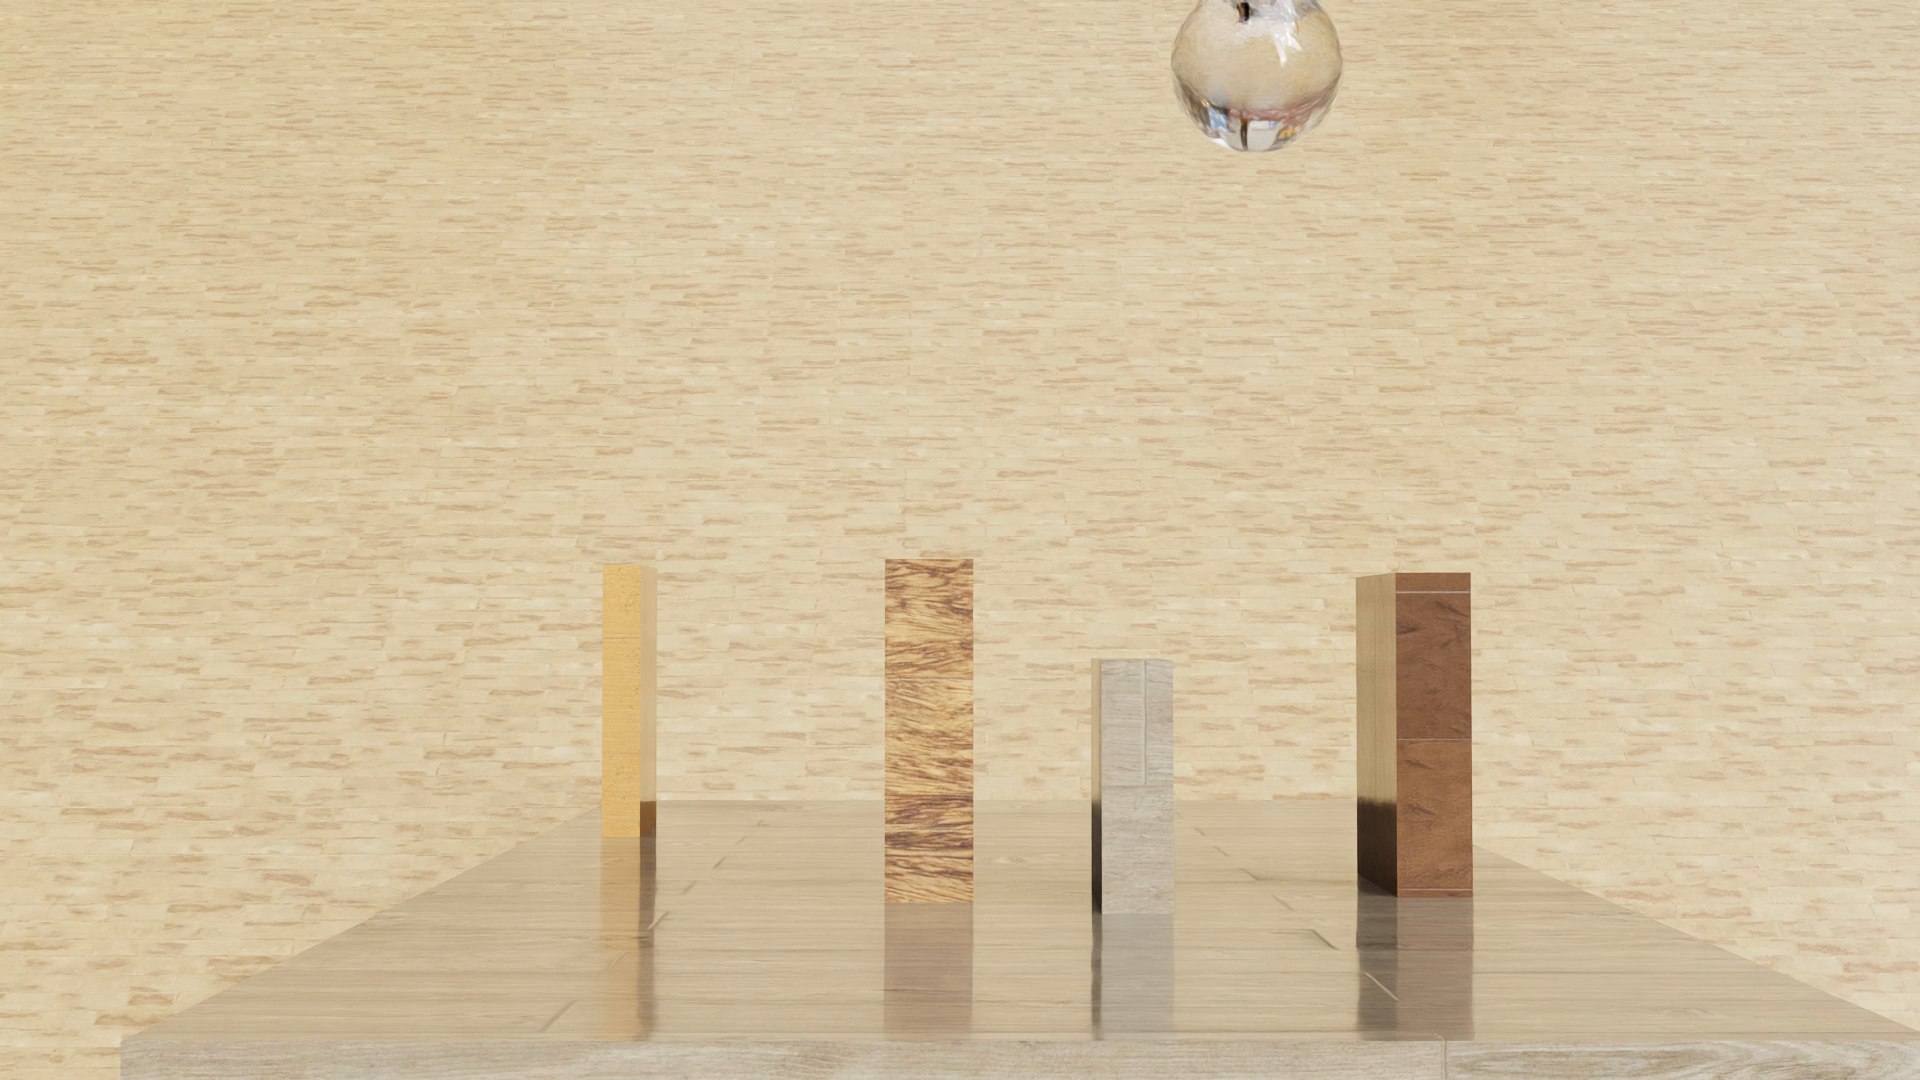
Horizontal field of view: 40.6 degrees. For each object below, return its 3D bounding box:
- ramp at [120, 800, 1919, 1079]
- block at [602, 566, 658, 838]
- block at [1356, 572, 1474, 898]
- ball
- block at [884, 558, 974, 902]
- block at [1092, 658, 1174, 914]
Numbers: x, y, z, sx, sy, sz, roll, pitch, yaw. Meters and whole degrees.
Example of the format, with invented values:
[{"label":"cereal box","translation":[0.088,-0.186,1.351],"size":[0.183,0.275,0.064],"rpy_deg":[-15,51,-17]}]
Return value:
[{"label":"ramp","translation":[0.078,0.668,4.850],"size":[2.000,0.100,4.000],"rpy_deg":[0,-2,0]},{"label":"block","translation":[-0.736,0.355,5.800],"size":[0.083,0.590,0.308],"rpy_deg":[0,-2,0]},{"label":"block","translation":[0.799,0.336,4.596],"size":[0.127,0.547,0.440],"rpy_deg":[0,-2,0]},{"label":"ball","translation":[0.265,-0.423,2.319],"size":[0.154,0.154,0.154],"rpy_deg":[0,35,0]},{"label":"block","translation":[-0.051,0.320,4.460],"size":[0.147,0.568,0.300],"rpy_deg":[0,-2,0]},{"label":"block","translation":[0.283,0.398,4.297],"size":[0.114,0.401,0.329],"rpy_deg":[0,-2,0]}]
